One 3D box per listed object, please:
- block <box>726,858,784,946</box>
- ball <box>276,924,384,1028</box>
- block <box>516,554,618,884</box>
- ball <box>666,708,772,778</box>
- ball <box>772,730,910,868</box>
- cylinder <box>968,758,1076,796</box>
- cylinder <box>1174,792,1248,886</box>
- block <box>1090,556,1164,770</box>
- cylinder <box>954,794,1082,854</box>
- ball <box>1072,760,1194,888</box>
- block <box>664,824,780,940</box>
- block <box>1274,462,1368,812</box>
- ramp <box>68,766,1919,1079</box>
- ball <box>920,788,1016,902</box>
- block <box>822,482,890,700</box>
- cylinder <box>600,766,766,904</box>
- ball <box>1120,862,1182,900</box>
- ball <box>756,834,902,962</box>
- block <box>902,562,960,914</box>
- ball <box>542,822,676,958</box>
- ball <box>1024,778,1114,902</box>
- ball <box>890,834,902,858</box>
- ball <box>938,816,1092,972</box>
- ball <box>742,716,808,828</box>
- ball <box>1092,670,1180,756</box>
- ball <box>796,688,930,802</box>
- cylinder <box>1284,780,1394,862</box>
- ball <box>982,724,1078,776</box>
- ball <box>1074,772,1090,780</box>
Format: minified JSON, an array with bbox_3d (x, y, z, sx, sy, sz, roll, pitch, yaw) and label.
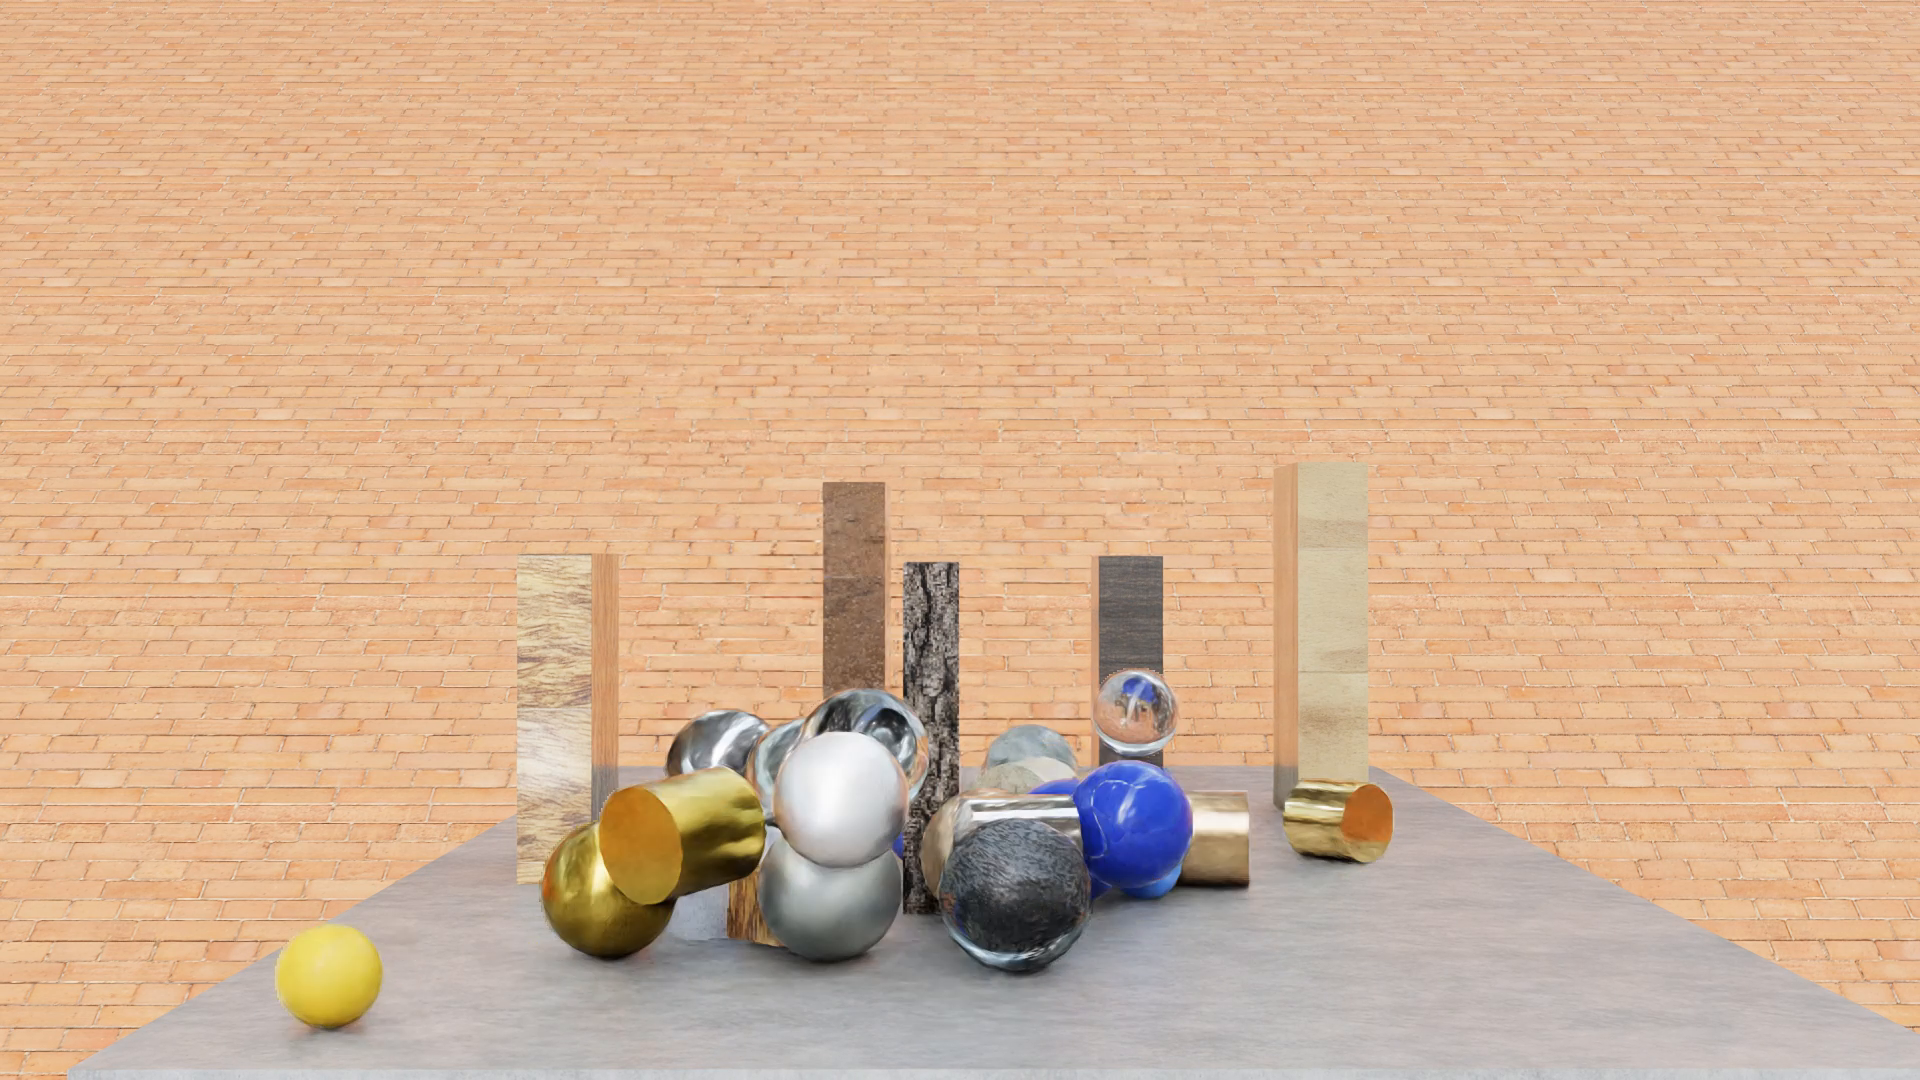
[{"bbox_3d":[-0.243,0.497,3.573,0.107,0.107,0.107,2,-2,42],"label":"block"},{"bbox_3d":[-0.714,0.494,2.935,0.117,0.117,0.117,0,31,0],"label":"ball"},{"bbox_3d":[-0.664,0.294,4.408,0.122,0.542,0.342,0,0,0],"label":"block"},{"bbox_3d":[-0.388,0.381,4.320,0.204,0.204,0.204,0,31,0],"label":"ball"},{"bbox_3d":[-0.149,0.326,3.257,0.173,0.173,0.173,0,31,0],"label":"ball"},{"bbox_3d":[0.117,0.479,4.596,0.175,0.175,0.175,13,4,21],"label":"cylinder"},{"bbox_3d":[0.393,0.487,4.213,0.150,0.150,0.150,0,31,5],"label":"cylinder"},{"bbox_3d":[0.385,0.307,6.000,0.145,0.540,0.347,0,0,0],"label":"block"},{"bbox_3d":[0.080,0.432,3.621,0.149,0.149,0.149,0,31,-13],"label":"cylinder"},{"bbox_3d":[0.242,0.407,3.716,0.184,0.184,0.184,0,31,0],"label":"ball"},{"bbox_3d":[-0.342,0.486,3.708,0.147,0.147,0.147,0,-1,-24],"label":"block"},{"bbox_3d":[0.751,0.208,5.419,0.141,0.728,0.409,0,0,0],"label":"block"},{"bbox_3d":[0.070,0.617,4.695,2.000,0.100,4.000,0,0,0],"label":"ramp"},{"bbox_3d":[0.039,0.460,3.785,0.195,0.195,0.195,0,31,0],"label":"ball"},{"bbox_3d":[-0.202,0.231,5.128,0.119,0.679,0.406,0,0,0],"label":"block"},{"bbox_3d":[-0.360,0.382,3.362,0.153,0.153,0.153,25,21,34],"label":"cylinder"},{"bbox_3d":[0.290,0.504,4.050,0.115,0.115,0.115,0,31,0],"label":"ball"},{"bbox_3d":[-0.173,0.461,3.428,0.192,0.192,0.192,0,31,0],"label":"ball"},{"bbox_3d":[-0.043,0.298,4.034,0.086,0.526,0.317,0,0,0],"label":"block"},{"bbox_3d":[-0.468,0.467,3.457,0.181,0.181,0.181,0,31,0],"label":"ball"},{"bbox_3d":[0.164,0.463,3.967,0.195,0.195,0.195,0,31,0],"label":"ball"},{"bbox_3d":[-0.077,0.512,4.543,0.108,0.108,0.108,0,31,0],"label":"ball"},{"bbox_3d":[0.072,0.457,3.342,0.198,0.198,0.198,0,31,0],"label":"ball"},{"bbox_3d":[-0.222,0.362,3.838,0.202,0.202,0.202,0,31,0],"label":"ball"},{"bbox_3d":[0.229,0.225,3.362,0.113,0.113,0.113,0,31,0],"label":"ball"},{"bbox_3d":[-0.131,0.289,3.493,0.181,0.181,0.181,0,31,0],"label":"ball"},{"bbox_3d":[0.671,0.497,4.588,0.138,0.138,0.138,-27,17,-37],"label":"cylinder"},{"bbox_3d":[0.145,0.474,5.313,0.195,0.195,0.195,0,31,0],"label":"ball"},{"bbox_3d":[0.225,0.470,4.227,0.185,0.185,0.185,0,31,0],"label":"ball"}]
